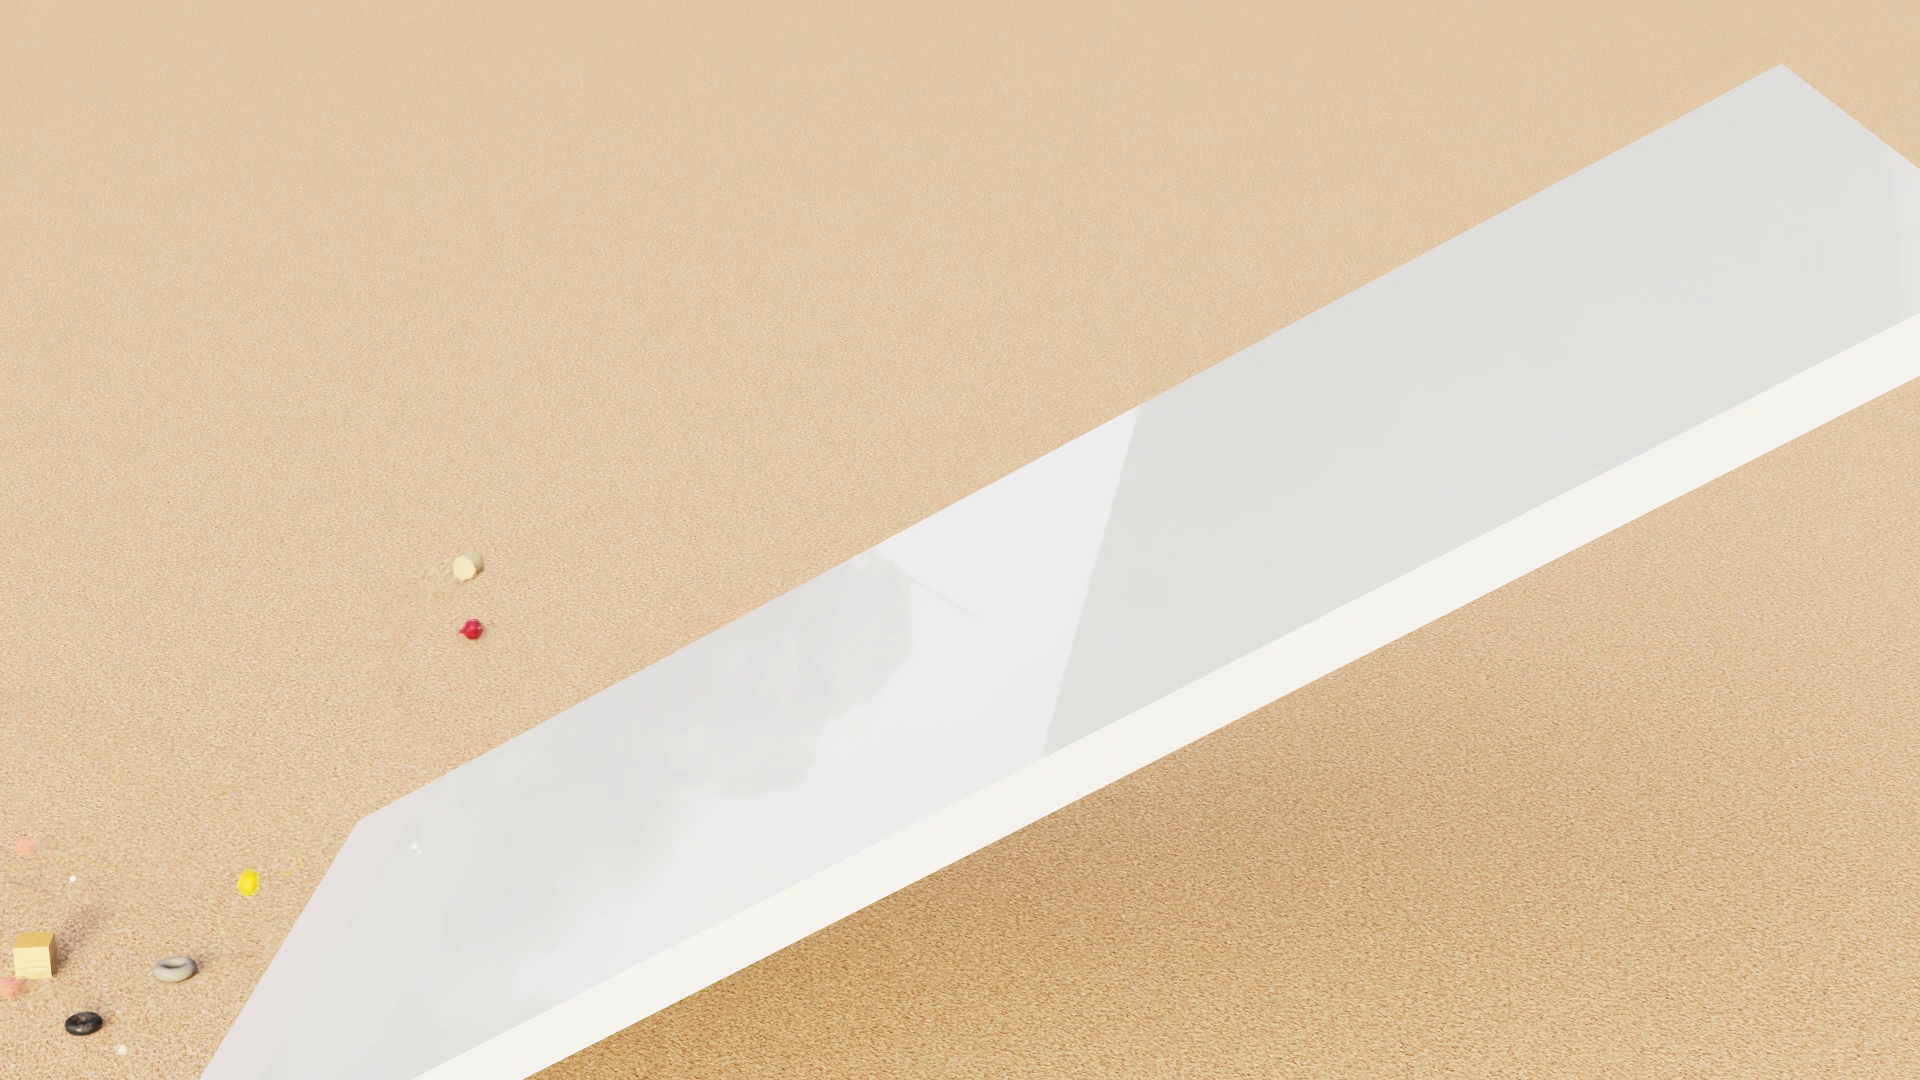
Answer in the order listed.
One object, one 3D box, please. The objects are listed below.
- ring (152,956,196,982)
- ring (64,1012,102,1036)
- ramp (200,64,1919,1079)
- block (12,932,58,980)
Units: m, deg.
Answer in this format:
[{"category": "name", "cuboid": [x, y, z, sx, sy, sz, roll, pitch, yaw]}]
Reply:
[{"category": "ring", "cuboid": [-1.861, 1.018, 6.972, 0.101, 0.034, 0.101, 0, 17, 0]}, {"category": "ring", "cuboid": [-2.003, 1.105, 6.719, 0.083, 0.028, 0.083, 0, 20, 0]}, {"category": "ramp", "cuboid": [0.142, 0.168, 6.284, 4.000, 0.100, 2.000, -28, 15, 12]}, {"category": "block", "cuboid": [-2.196, 0.987, 6.987, 0.082, 0.082, 0.082, -2, 18, -6]}]
